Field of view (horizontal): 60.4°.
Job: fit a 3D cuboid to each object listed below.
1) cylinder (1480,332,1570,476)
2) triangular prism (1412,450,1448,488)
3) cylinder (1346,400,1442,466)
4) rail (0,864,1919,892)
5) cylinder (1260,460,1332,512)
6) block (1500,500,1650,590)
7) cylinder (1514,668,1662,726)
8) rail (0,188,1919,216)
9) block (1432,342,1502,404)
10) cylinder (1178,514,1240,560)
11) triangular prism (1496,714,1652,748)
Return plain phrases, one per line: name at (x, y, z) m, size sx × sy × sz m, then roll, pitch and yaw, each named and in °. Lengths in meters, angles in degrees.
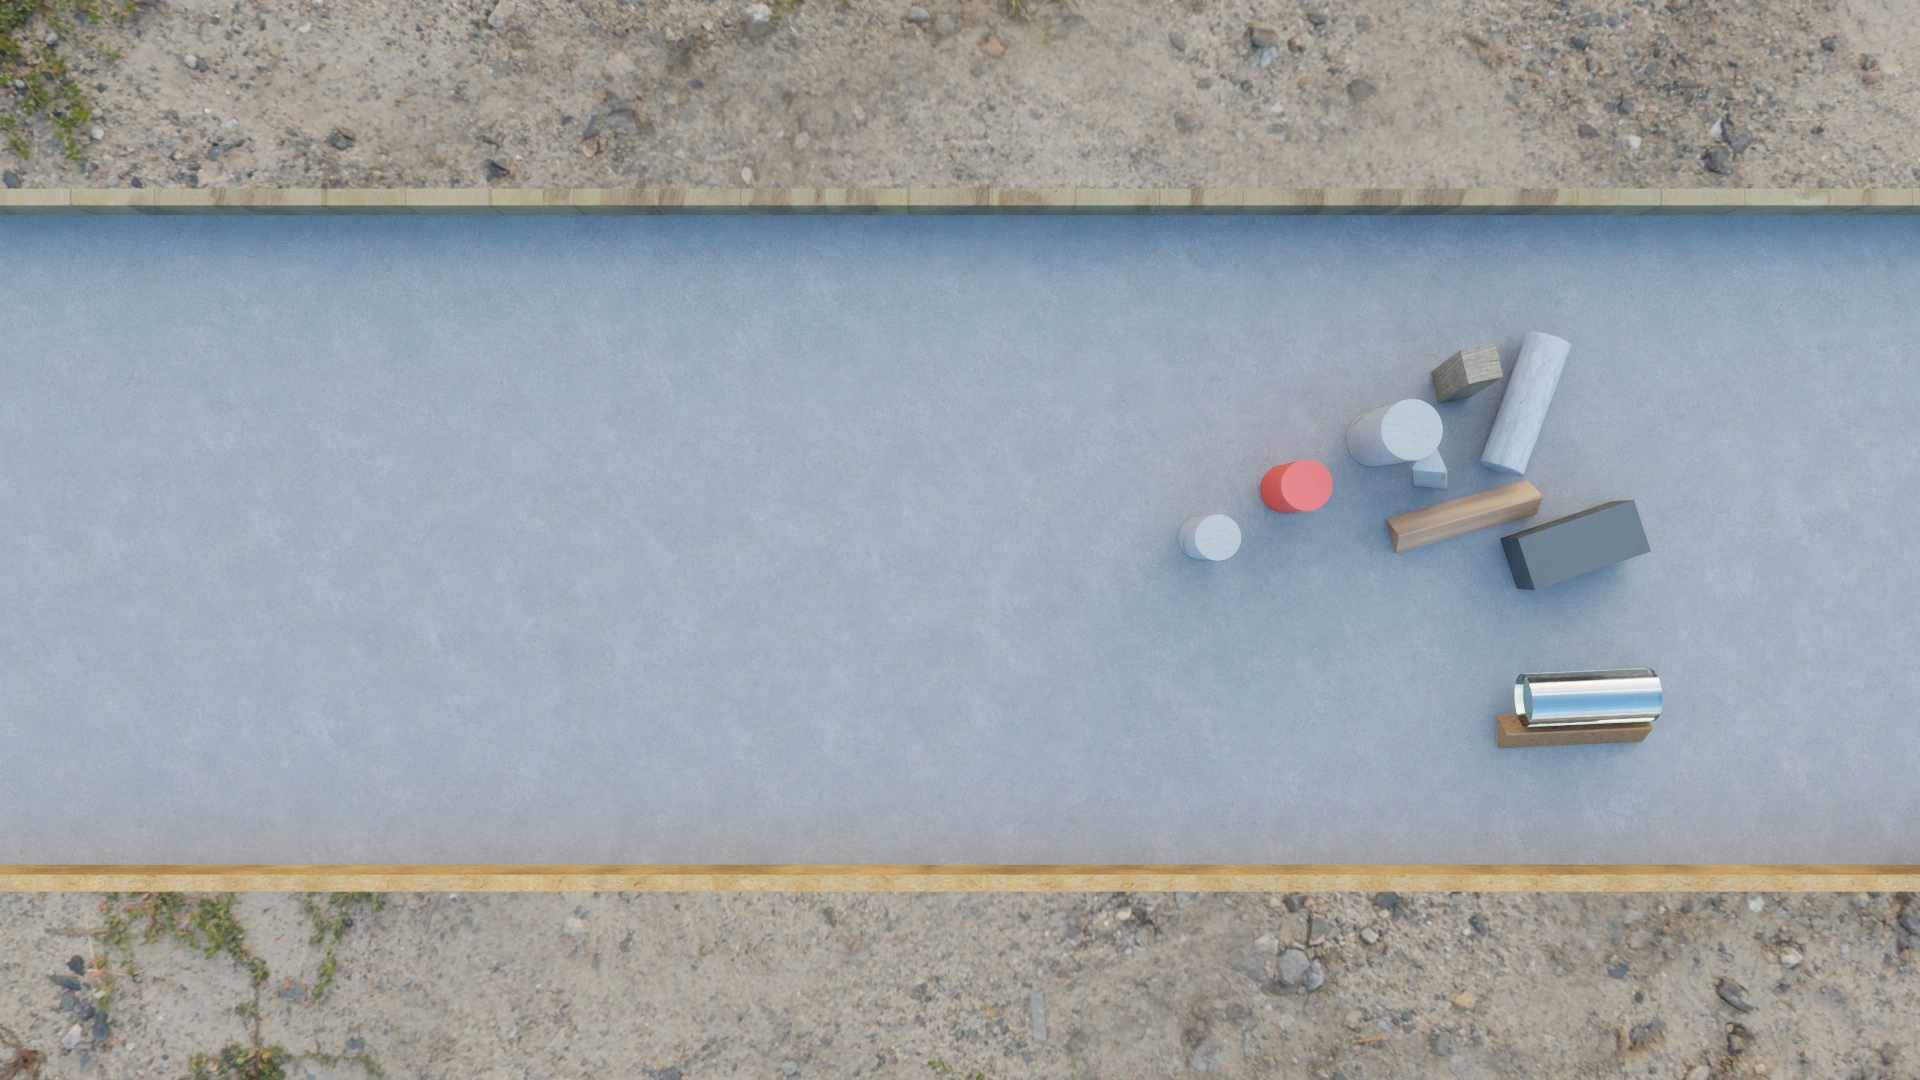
cylinder at (1.716, -0.412, 5.009) m, size 0.135 × 0.135 × 0.418 m, roll 20°, pitch 90°, yaw 0°
triangular prism at (1.405, -0.224, 4.915) m, size 0.098 × 0.314 × 0.085 m, roll 6°, pitch 85°, yaw 17°
cylinder at (1.276, -0.311, 4.865) m, size 0.174 × 0.423 × 0.174 m, roll 0°, pitch 90°, yaw 0°
rail at (-2.247, 1.025, 5.001) m, size 12.000 × 0.150 × 0.050 m, roll 0°, pitch 90°, yaw 0°
cylinder at (0.998, -0.158, 4.912) m, size 0.148 × 0.328 × 0.148 m, roll 0°, pitch 90°, yaw 0°
block at (1.861, 0.015, 4.995) m, size 0.364 × 0.163 × 0.163 m, roll -18°, pitch 90°, yaw 0°
cylinder at (1.901, 0.477, 4.996) m, size 0.387 × 0.161 × 0.161 m, roll -3°, pitch 90°, yaw 0°
rail at (-2.247, -1.025, 5.002) m, size 12.000 × 0.150 × 0.050 m, roll 0°, pitch 90°, yaw 0°
block at (1.507, -0.494, 4.912) m, size 0.102 × 0.320 × 0.102 m, roll -12°, pitch 84°, yaw 0°
cylinder at (0.738, -0.007, 4.897) m, size 0.132 × 0.359 × 0.132 m, roll 0°, pitch 90°, yaw 0°
triangular prism at (1.874, 0.579, 5.031) m, size 0.441 × 0.085 × 0.099 m, roll -3°, pitch 90°, yaw 0°
